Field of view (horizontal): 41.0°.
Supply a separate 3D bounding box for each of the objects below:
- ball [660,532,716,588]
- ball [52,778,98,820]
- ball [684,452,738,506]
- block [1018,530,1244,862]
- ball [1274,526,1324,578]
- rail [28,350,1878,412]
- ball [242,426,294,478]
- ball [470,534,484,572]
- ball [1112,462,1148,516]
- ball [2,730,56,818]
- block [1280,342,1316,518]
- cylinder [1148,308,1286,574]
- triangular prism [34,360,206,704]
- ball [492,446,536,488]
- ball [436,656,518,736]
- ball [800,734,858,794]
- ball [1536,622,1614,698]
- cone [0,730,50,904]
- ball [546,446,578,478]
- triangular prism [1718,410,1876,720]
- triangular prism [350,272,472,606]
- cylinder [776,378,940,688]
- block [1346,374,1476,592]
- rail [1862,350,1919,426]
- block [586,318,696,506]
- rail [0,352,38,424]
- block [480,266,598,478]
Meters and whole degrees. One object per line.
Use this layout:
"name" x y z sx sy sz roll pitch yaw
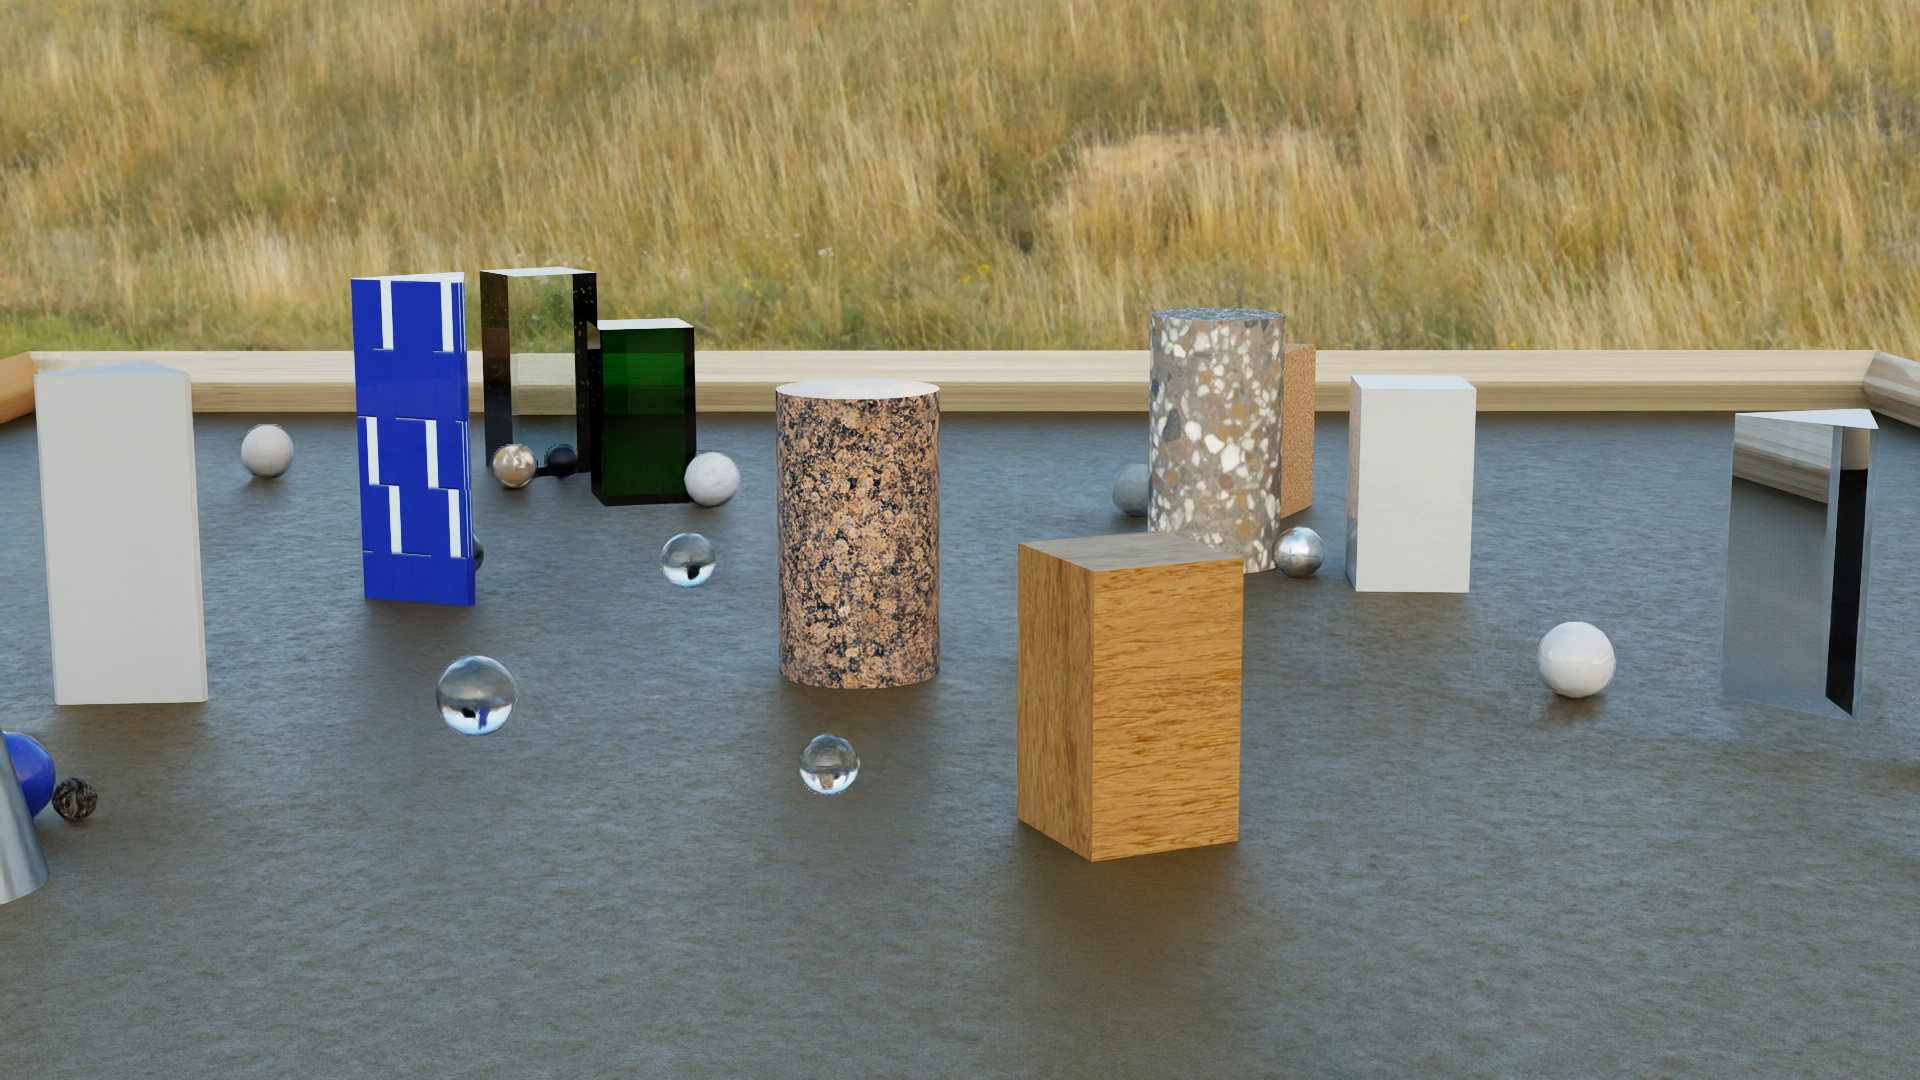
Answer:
"ball" -0.384 0.028 3.618 0.077 0.077 0.077 0 11 0
"ball" -0.863 0.253 2.502 0.042 0.042 0.042 0 11 0
"ball" -0.414 -0.101 4.277 0.091 0.091 0.091 0 11 0
"block" 0.160 0.144 2.452 0.157 0.274 0.157 -5 12 -24
"ball" 0.488 0.017 3.688 0.073 0.073 0.073 0 11 0
"rail" -0.012 -0.333 5.424 3.922 0.127 0.045 0 11 0
"ball" -1.237 -0.158 4.583 0.092 0.092 0.092 0 11 0
"ball" -0.719 0.020 3.710 0.060 0.060 0.060 0 11 0
"ball" 0.290 -0.082 4.184 0.087 0.087 0.087 0 11 0
"ball" -0.923 0.231 2.481 0.093 0.093 0.093 0 11 0
"block" 0.484 -0.185 4.238 0.157 0.270 0.157 5 12 27
"cylinder" 0.376 -0.149 3.776 0.196 0.367 0.196 0 11 0
"triangular prism" -0.965 -0.013 3.004 0.170 0.381 0.147 -1 11 -4
"ball" -0.775 -0.126 4.457 0.075 0.075 0.075 0 11 0
"ball" -0.531 0.171 2.817 0.088 0.088 0.088 0 11 0
"ball" -0.132 0.226 2.594 0.061 0.061 0.061 0 11 0
"ball" 0.716 0.139 2.986 0.089 0.089 0.089 0 11 0
"cone" -0.923 0.108 2.272 0.196 0.411 0.196 0 11 0
"ball" -0.710 -0.140 4.581 0.057 0.057 0.057 0 11 0
"triangular prism" 1.000 0.020 2.963 0.147 0.331 0.170 -10 15 -44
"triangular prism" -0.721 -0.145 3.555 0.170 0.440 0.147 4 11 19
"cylinder" -0.122 -0.011 3.097 0.196 0.345 0.196 0 11 0
"block" 0.637 -0.082 3.640 0.157 0.286 0.157 1 11 3
"rail" 1.937 0.031 3.460 0.045 0.127 4.065 0 11 0
"block" -0.539 -0.219 4.350 0.157 0.296 0.157 -3 11 -16
"rail" -1.937 0.035 3.438 0.045 0.127 4.065 0 11 0
"block" -0.760 -0.306 4.647 0.157 0.359 0.157 -7 13 -33
